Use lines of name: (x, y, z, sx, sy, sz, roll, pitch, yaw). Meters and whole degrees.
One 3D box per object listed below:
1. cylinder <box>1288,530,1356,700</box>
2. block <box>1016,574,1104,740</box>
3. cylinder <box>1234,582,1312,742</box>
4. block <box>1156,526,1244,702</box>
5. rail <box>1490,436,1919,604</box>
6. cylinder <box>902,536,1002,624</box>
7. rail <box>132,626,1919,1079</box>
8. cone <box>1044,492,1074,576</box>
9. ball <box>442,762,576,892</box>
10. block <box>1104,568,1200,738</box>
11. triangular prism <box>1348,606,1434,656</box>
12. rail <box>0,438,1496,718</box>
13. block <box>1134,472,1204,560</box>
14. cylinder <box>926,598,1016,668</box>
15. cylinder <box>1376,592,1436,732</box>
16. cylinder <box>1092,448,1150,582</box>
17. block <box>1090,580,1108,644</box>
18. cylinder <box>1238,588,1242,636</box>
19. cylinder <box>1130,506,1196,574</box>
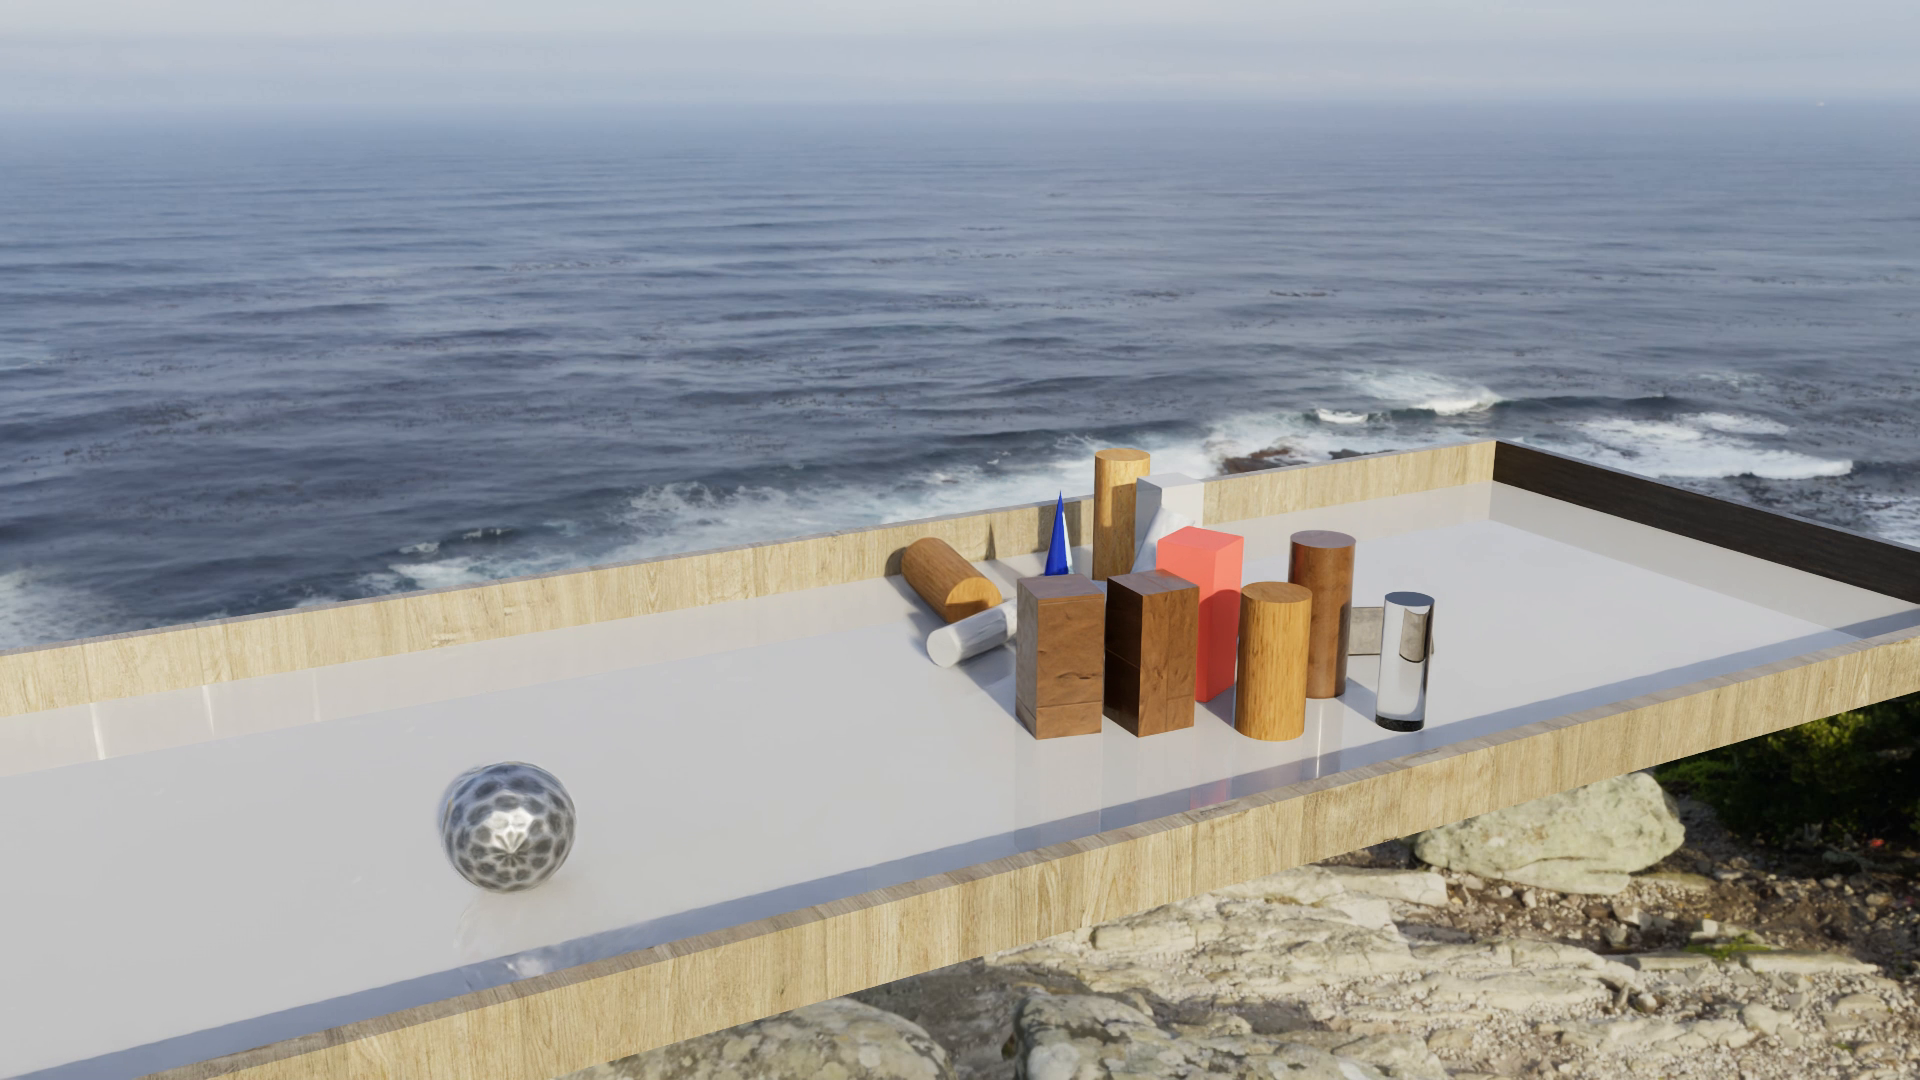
cylinder: (0.880, 0.182, 4.052, 0.157, 0.385, 0.157, 0, 16, 0)
block: (0.230, 0.269, 3.836, 0.159, 0.340, 0.159, -4, 17, -15)
cylinder: (0.723, 0.279, 3.812, 0.160, 0.334, 0.160, 0, 16, 0)
block: (0.581, 0.180, 4.053, 0.155, 0.385, 0.155, 12, 20, 33)
rail: (2.466, -0.048, 5.253, 0.050, 0.150, 2.100, -9, 18, -27)
cylinder: (-0.028, 0.124, 4.646, 0.163, 0.163, 0.408, -5, 17, -18)
rail: (-2.336, 1.006, 1.665, 12.000, 0.150, 0.050, -9, 18, -27)
cone: (0.279, 0.029, 4.632, 0.122, 0.352, 0.122, 0, 16, 0)
ball: (-0.844, 0.537, 3.094, 0.244, 0.244, 0.244, 0, 16, 0)
block: (0.445, 0.262, 3.852, 0.153, 0.345, 0.153, -8, 18, -25)
triangular prism: (1.029, 0.230, 4.365, 0.425, 0.110, 0.127, -1, 17, -4)
rail: (-3.305, 0.497, 3.399, 12.000, 0.150, 0.050, -9, 18, -27)
block: (0.577, 0.024, 4.578, 0.133, 0.392, 0.133, -7, 18, -24)
cylinder: (0.092, 0.230, 4.394, 0.100, 0.100, 0.443, 13, 21, 37)
cylinder: (1.037, 0.283, 3.845, 0.113, 0.308, 0.113, 0, 16, 0)
cylinder: (0.469, -0.052, 4.815, 0.159, 0.404, 0.159, 0, 16, 0)
block: (0.322, 0.227, 4.379, 0.115, 0.115, 0.438, 5, 17, 16)
cylinder: (0.583, 0.220, 4.326, 0.377, 0.157, 0.157, -14, 21, -39)
cylinder: (0.511, 0.092, 4.396, 0.110, 0.352, 0.110, 22, 2, -1)
